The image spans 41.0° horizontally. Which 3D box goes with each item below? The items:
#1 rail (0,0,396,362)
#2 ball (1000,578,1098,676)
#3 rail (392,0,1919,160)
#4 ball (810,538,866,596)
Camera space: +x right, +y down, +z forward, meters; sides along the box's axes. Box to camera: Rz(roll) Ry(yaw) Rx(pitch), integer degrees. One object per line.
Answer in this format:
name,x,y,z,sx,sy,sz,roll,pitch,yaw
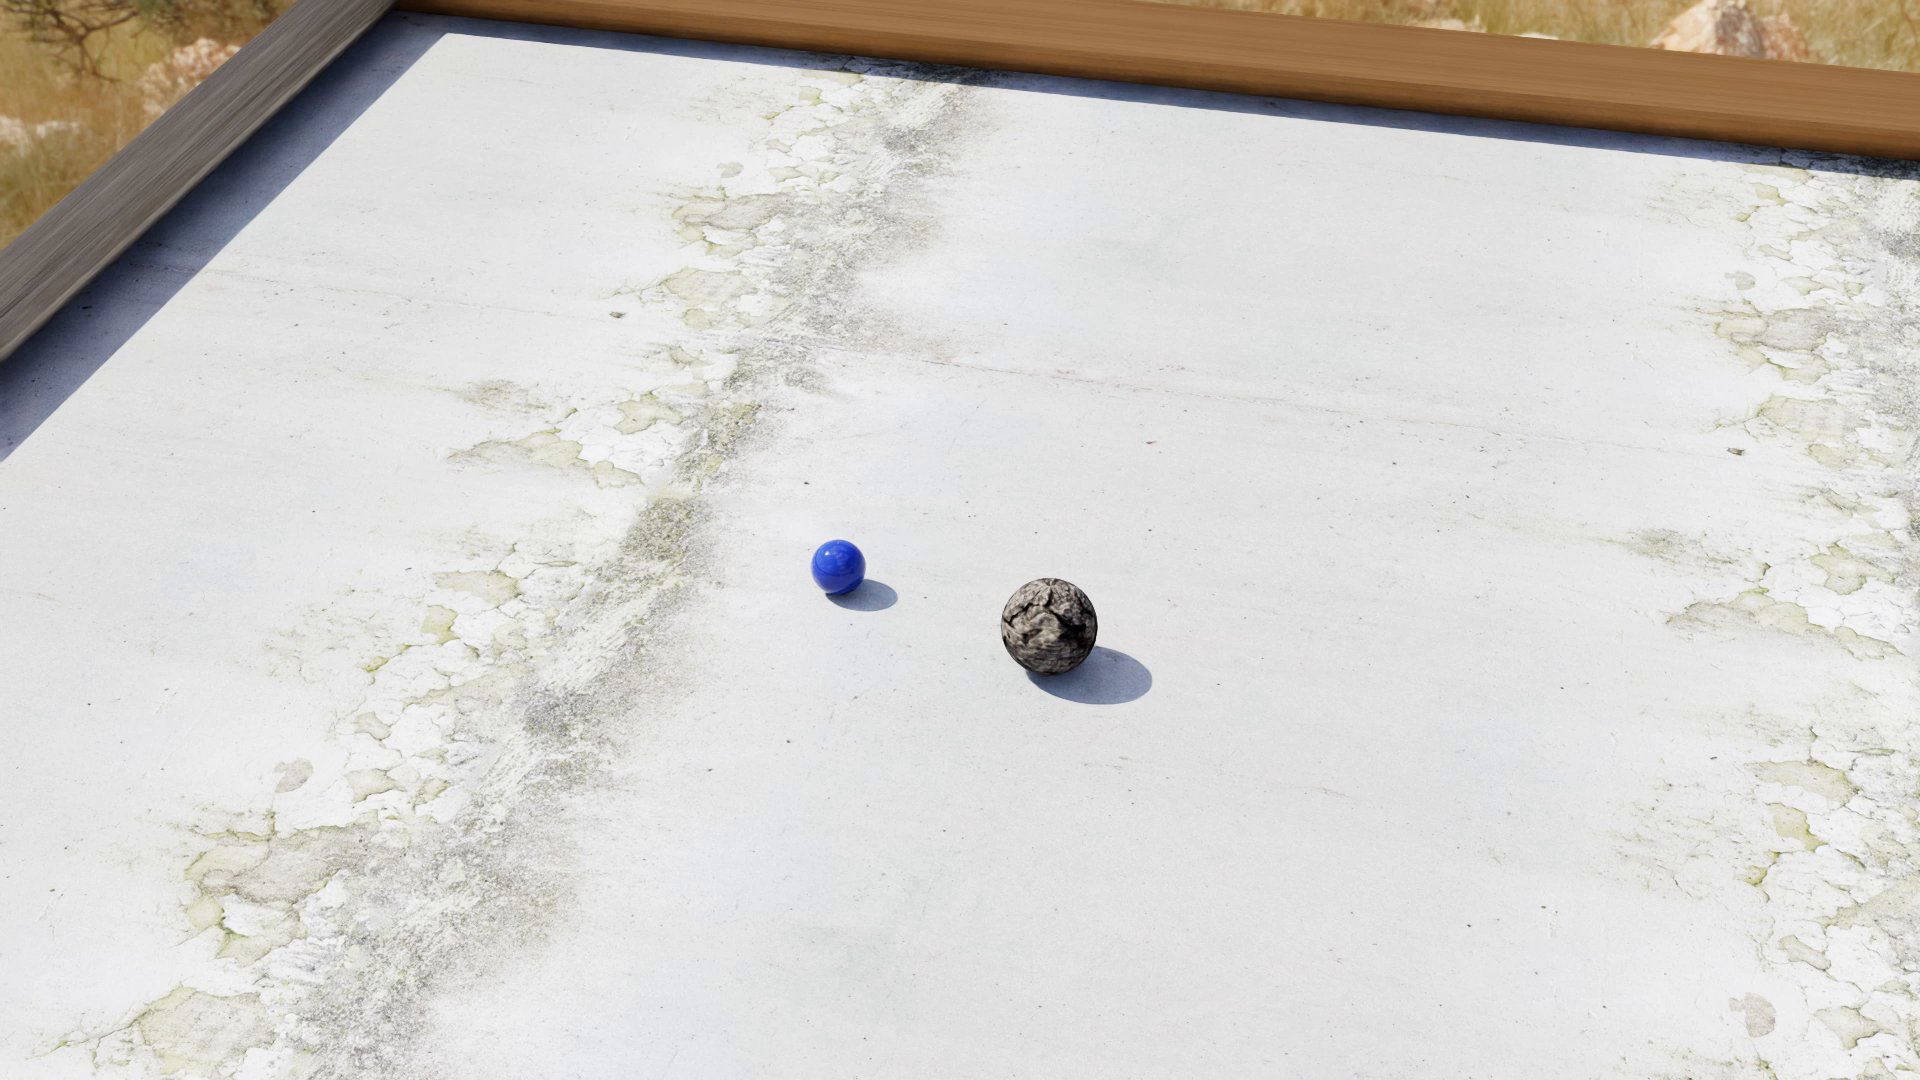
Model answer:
rail,-0.861,-0.133,2.168,0.045,0.094,1.903,8,35,11
ball,0.066,0.064,1.898,0.072,0.072,0.072,0,34,0
rail,1.103,-0.399,2.563,3.638,0.094,0.045,8,35,11
ball,-0.094,0.021,1.987,0.044,0.044,0.044,0,34,0
